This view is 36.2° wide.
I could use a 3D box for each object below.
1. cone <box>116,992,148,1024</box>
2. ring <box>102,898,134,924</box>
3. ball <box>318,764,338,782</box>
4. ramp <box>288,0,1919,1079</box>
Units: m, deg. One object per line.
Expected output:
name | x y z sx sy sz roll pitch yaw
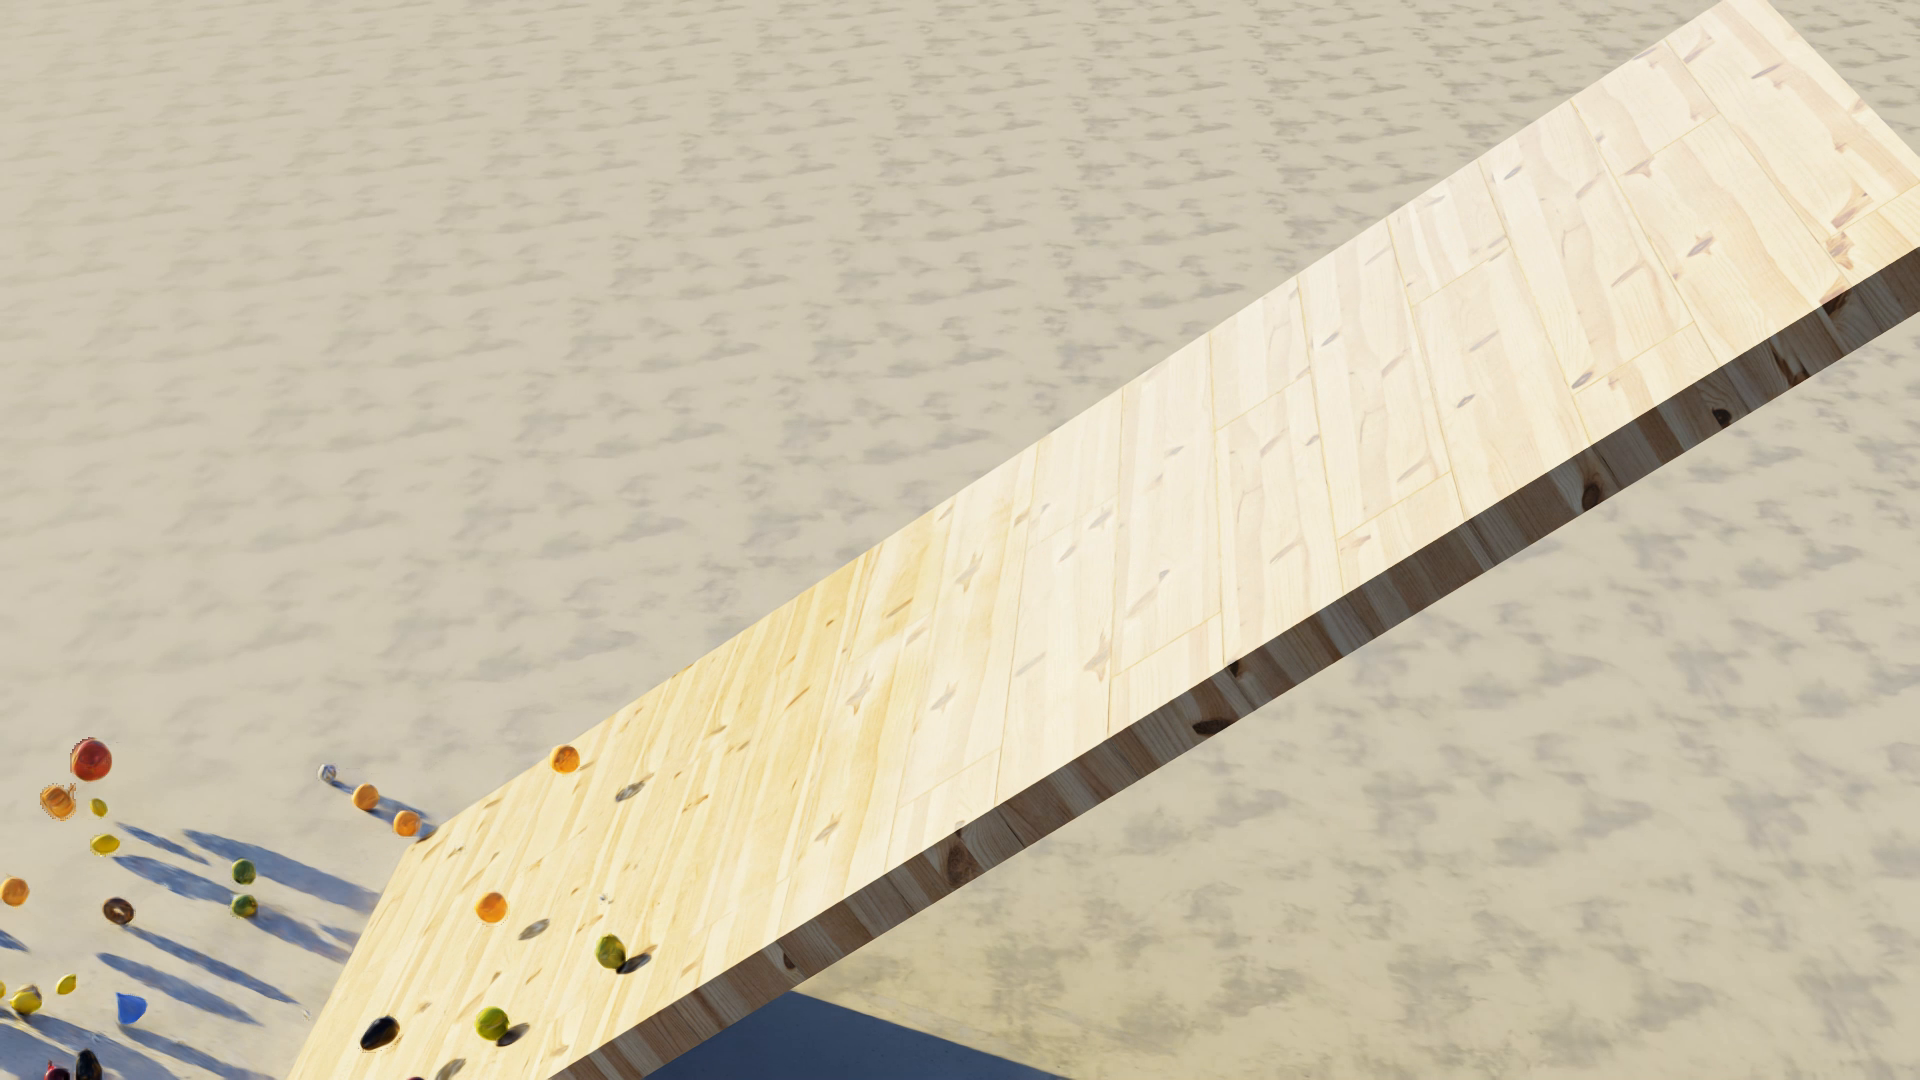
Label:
cone | -1.996 1.102 7.026 0.078 0.078 0.078 -12 45 12
ring | -2.148 0.946 7.505 0.084 0.084 0.028 4 36 10
ball | -1.782 0.656 8.287 0.052 0.052 0.052 0 21 0
ramp | 0.135 0.174 6.307 4.000 0.100 2.000 -33 16 15
